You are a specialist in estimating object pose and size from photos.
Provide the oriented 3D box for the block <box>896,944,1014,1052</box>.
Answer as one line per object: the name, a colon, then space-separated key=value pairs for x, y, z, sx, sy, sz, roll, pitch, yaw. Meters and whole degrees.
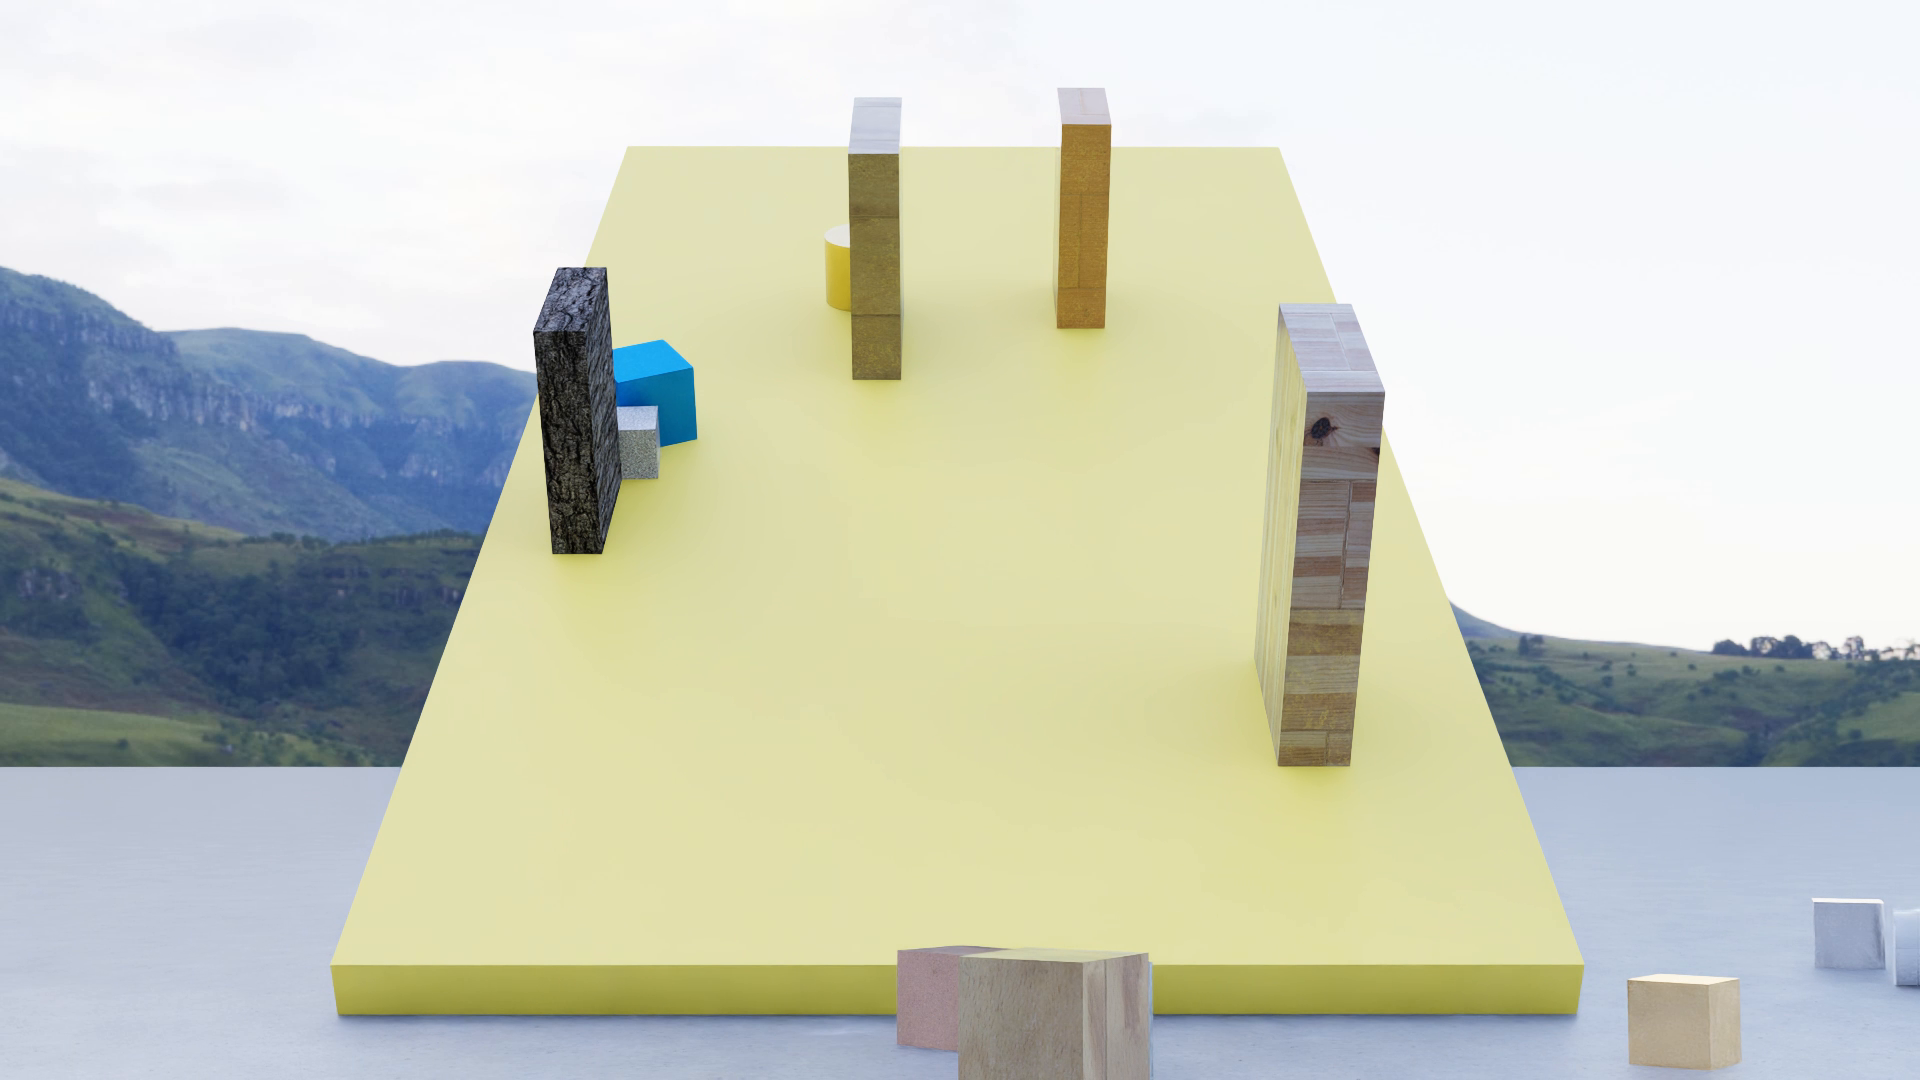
block: x=0.004 y=0.661 z=3.454 sx=0.134 sy=0.134 sz=0.134 roll=-5 pitch=-7 yaw=43

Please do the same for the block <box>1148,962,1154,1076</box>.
block: x=0.146 y=0.622 z=3.105 sx=0.147 sy=0.147 sz=0.147 roll=5 pitch=-7 yaw=-42

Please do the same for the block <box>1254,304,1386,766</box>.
block: x=0.639 y=-0.009 z=4.306 sx=0.130 sy=0.743 sz=0.382 roll=0 pitch=28 yaw=0

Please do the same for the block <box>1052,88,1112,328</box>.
block: x=0.308 y=-0.846 z=6.085 sx=0.123 sy=0.540 sz=0.296 roll=0 pitch=28 yaw=0

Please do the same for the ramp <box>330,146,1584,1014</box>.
ramp: x=-0.011 y=-0.222 z=5.594 sx=2.000 sy=0.100 sz=4.000 roll=0 pitch=28 yaw=0

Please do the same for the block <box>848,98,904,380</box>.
block: x=-0.202 y=-0.742 z=5.850 sx=0.118 sy=0.574 sz=0.424 roll=0 pitch=28 yaw=0

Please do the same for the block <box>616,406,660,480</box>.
block: x=-0.737 y=-0.218 z=5.347 sx=0.122 sy=0.122 sz=0.122 roll=-2 pitch=28 yaw=-3

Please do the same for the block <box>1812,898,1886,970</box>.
block: x=1.772 y=0.784 z=4.763 sx=0.129 sy=0.129 sz=0.129 roll=-2 pitch=-6 yaw=18

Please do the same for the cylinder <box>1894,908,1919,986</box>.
cylinder: x=1.765 y=0.739 z=4.322 sx=0.138 sy=0.138 sz=0.138 roll=0 pitch=-5 yaw=21

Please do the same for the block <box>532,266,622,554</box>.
block: x=-0.804 y=-0.276 z=5.046 sx=0.104 sy=0.507 sz=0.347 roll=0 pitch=28 yaw=0

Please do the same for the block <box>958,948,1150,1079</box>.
block: x=0.116 y=0.593 z=2.917 sx=0.171 sy=0.171 sz=0.171 roll=-3 pitch=-6 yaw=31

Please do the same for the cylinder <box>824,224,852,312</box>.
cylinder: x=-0.262 y=-0.709 z=6.208 sx=0.178 sy=0.178 sz=0.178 roll=0 pitch=28 yaw=0

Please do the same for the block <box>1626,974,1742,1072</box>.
block: x=0.981 y=0.651 z=3.233 sx=0.113 sy=0.113 sz=0.113 roll=-4 pitch=-7 yaw=38

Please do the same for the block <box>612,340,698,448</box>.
block: x=-0.728 y=-0.330 z=5.494 sx=0.181 sy=0.181 sz=0.181 roll=-14 pitch=31 yaw=-25
